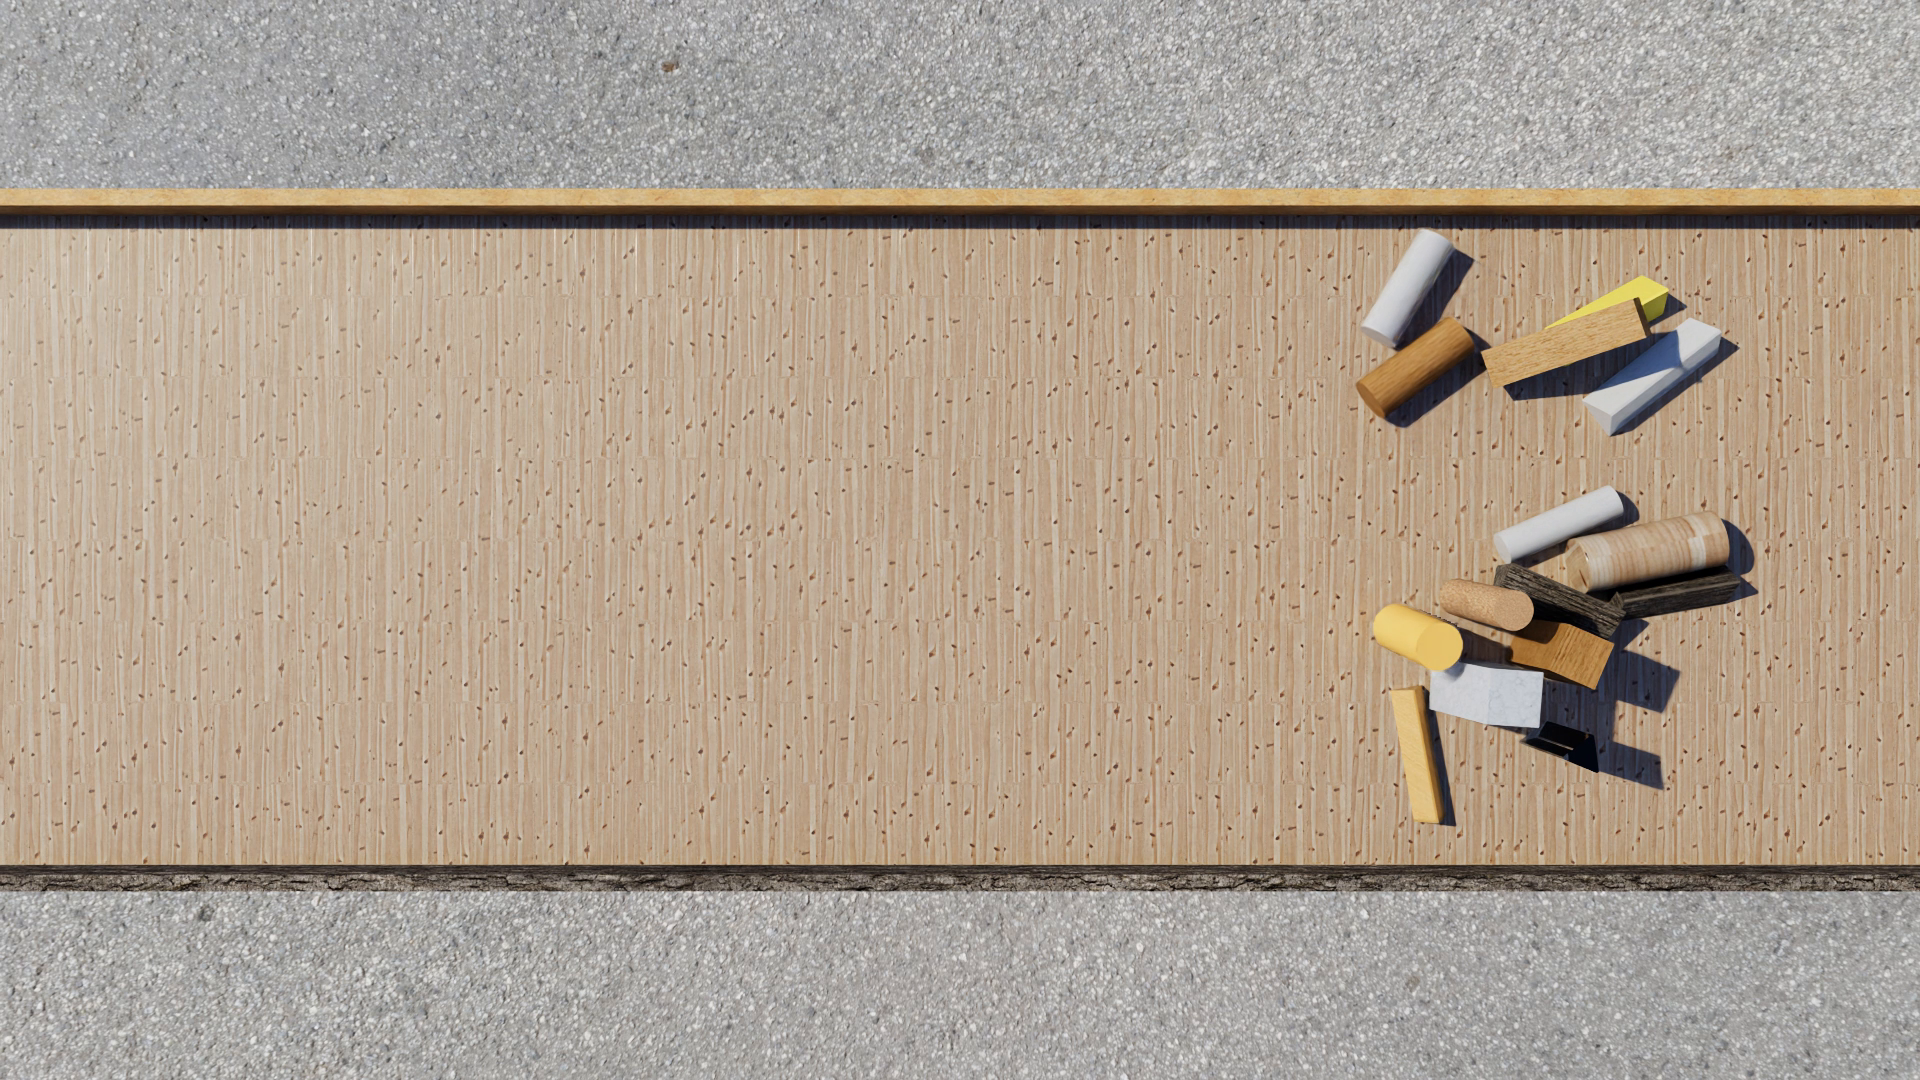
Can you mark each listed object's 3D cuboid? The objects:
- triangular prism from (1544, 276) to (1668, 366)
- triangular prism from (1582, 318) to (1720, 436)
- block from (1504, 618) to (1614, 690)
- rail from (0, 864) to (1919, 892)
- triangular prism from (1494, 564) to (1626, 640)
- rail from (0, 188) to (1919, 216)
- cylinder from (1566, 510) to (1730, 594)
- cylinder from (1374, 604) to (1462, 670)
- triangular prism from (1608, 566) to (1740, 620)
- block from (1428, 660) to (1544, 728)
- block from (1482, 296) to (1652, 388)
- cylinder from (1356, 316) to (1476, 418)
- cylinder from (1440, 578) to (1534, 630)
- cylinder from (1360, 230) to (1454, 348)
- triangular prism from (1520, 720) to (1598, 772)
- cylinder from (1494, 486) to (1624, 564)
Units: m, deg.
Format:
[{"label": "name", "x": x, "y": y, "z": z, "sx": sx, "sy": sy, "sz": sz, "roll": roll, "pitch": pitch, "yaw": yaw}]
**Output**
[{"label": "triangular prism", "x": 1.979, "y": -0.672, "z": 5.016, "sx": 0.341, "sy": 0.115, "sz": 0.133, "roll": -29, "pitch": 90, "yaw": 0}, {"label": "triangular prism", "x": 2.120, "y": -0.501, "z": 5.014, "sx": 0.418, "sy": 0.119, "sz": 0.138, "roll": -37, "pitch": 90, "yaw": 0}, {"label": "block", "x": 1.768, "y": 0.332, "z": 4.884, "sx": 0.142, "sy": 0.385, "sz": 0.142, "roll": 23, "pitch": 90, "yaw": 0}, {"label": "rail", "x": -2.247, "y": 1.025, "z": 5.001, "sx": 12.000, "sy": 0.150, "sz": 0.050, "roll": 0, "pitch": 90, "yaw": 0}, {"label": "triangular prism", "x": 1.812, "y": 0.175, "z": 4.987, "sx": 0.368, "sy": 0.120, "sz": 0.138, "roll": 23, "pitch": 55, "yaw": 0}, {"label": "rail", "x": -2.247, "y": -1.025, "z": 5.002, "sx": 12.000, "sy": 0.150, "sz": 0.050, "roll": 0, "pitch": 90, "yaw": 0}, {"label": "cylinder", "x": 2.076, "y": 0.038, "z": 4.990, "sx": 0.426, "sy": 0.173, "sz": 0.173, "roll": -12, "pitch": 90, "yaw": 0}, {"label": "cylinder", "x": 1.360, "y": 0.287, "z": 4.911, "sx": 0.142, "sy": 0.307, "sz": 0.142, "roll": -1, "pitch": 98, "yaw": -9}, {"label": "triangular prism", "x": 2.168, "y": 0.154, "z": 5.012, "sx": 0.352, "sy": 0.122, "sz": 0.141, "roll": -10, "pitch": 90, "yaw": 0}, {"label": "block", "x": 1.547, "y": 0.446, "z": 4.871, "sx": 0.158, "sy": 0.394, "sz": 0.158, "roll": 5, "pitch": 90, "yaw": -8}, {"label": "block", "x": 1.801, "y": -0.585, "z": 4.906, "sx": 0.451, "sy": 0.119, "sz": 0.119, "roll": -19, "pitch": 90, "yaw": 32}, {"label": "cylinder", "x": 1.383, "y": -0.523, "z": 5.009, "sx": 0.338, "sy": 0.136, "sz": 0.136, "roll": -36, "pitch": 90, "yaw": 0}, {"label": "cylinder", "x": 1.541, "y": 0.186, "z": 4.848, "sx": 0.114, "sy": 0.450, "sz": 0.114, "roll": 0, "pitch": 93, "yaw": -3}, {"label": "cylinder", "x": 1.361, "y": -0.765, "z": 5.016, "sx": 0.121, "sy": 0.121, "sz": 0.344, "roll": 31, "pitch": 90, "yaw": 0}, {"label": "triangular prism", "x": 1.789, "y": 0.600, "z": 4.892, "sx": 0.109, "sy": 0.369, "sz": 0.095, "roll": 22, "pitch": 90, "yaw": 0}, {"label": "cylinder", "x": 1.822, "y": -0.046, "z": 5.025, "sx": 0.371, "sy": 0.104, "sz": 0.104, "roll": -23, "pitch": 90, "yaw": 0}]
